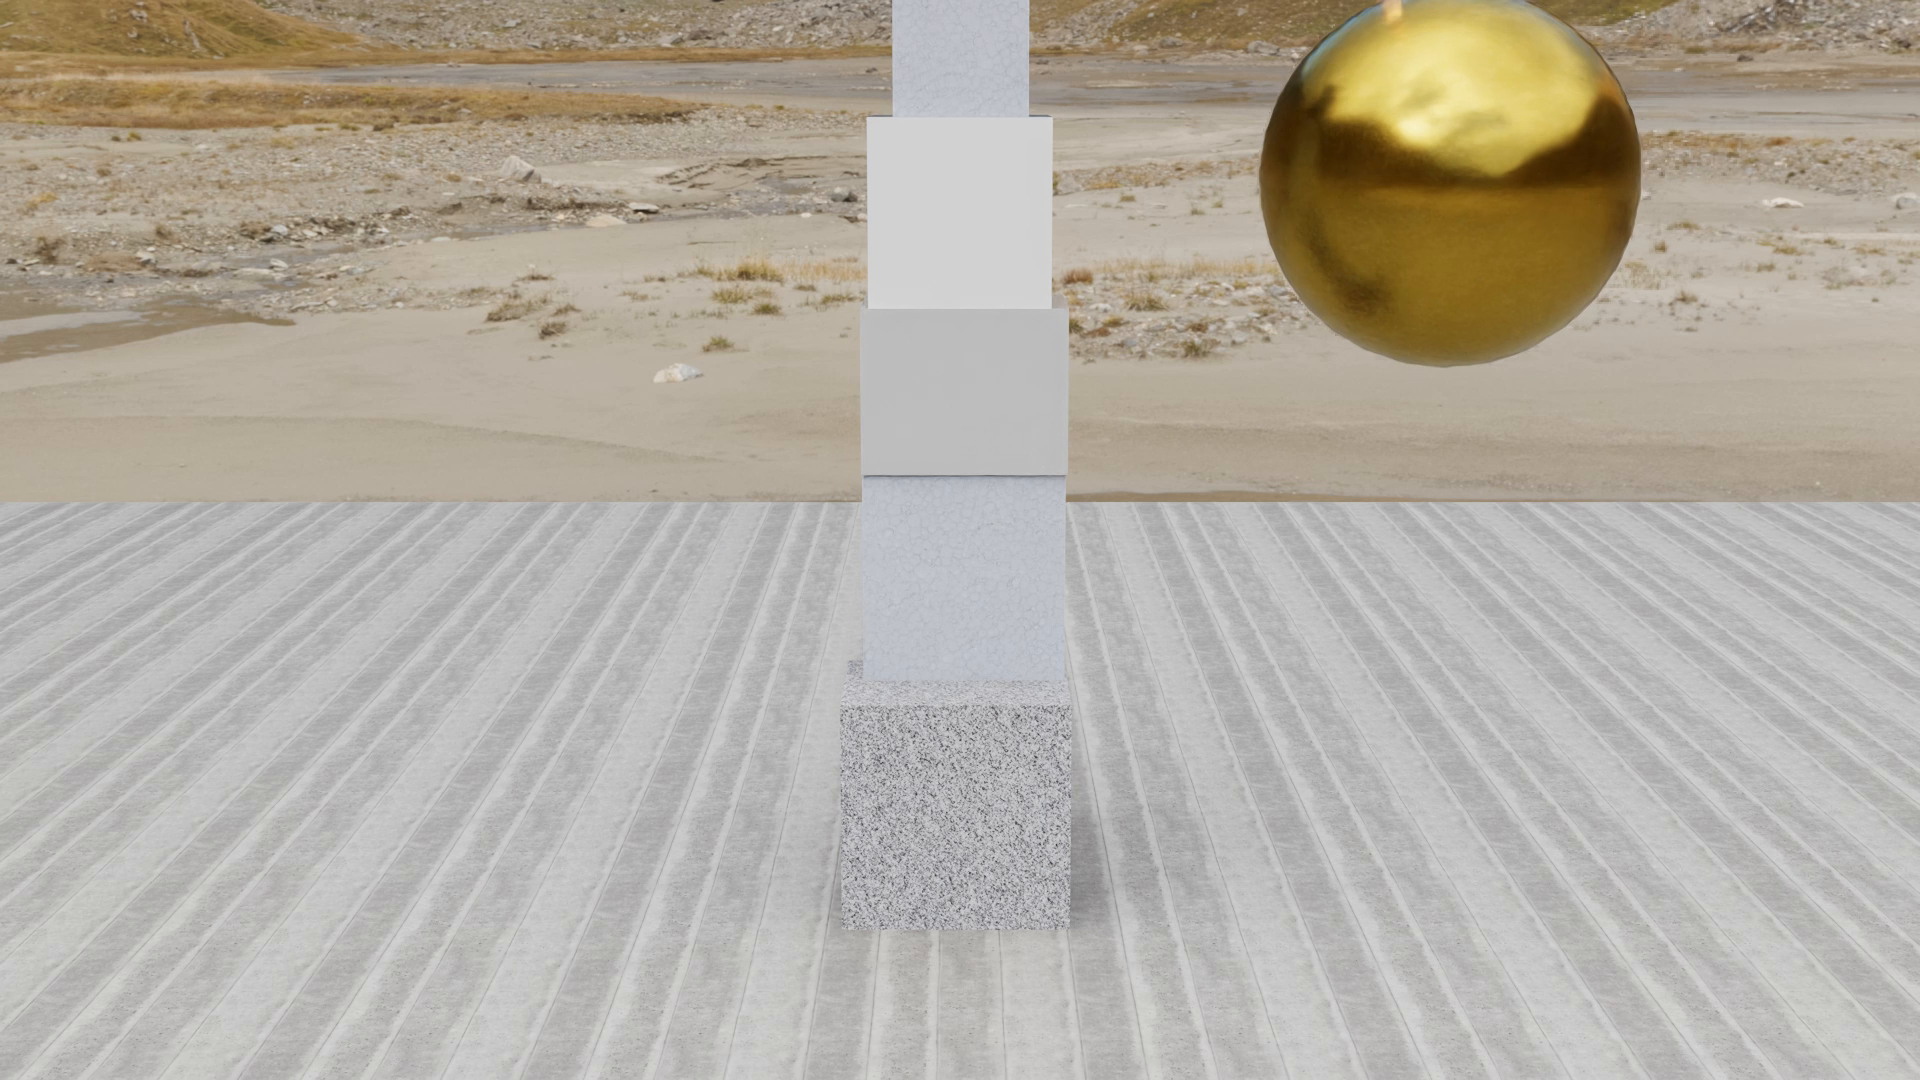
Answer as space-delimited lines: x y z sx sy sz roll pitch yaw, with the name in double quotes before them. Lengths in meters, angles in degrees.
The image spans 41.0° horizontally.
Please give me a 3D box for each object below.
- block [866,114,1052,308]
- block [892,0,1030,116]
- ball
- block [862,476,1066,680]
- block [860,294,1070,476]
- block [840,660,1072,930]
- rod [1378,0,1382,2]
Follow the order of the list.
"block" -0.001 -1.410 10.924 0.761 0.782 0.734 0 10 0
"block" 0.003 -2.068 10.804 0.560 0.555 0.593 0 10 0
"ball" 2.074 -1.534 10.901 1.600 1.600 1.600 0 10 0
"block" 0.016 0.096 11.198 0.855 0.888 0.723 0 10 0
"block" 0.018 -0.683 11.056 0.867 0.696 0.764 0 10 0
"block" -0.017 1.074 10.979 0.948 0.958 0.822 0 10 0
"rod" 0.899 -4.673 10.331 0.080 5.200 0.080 -20 10 4
